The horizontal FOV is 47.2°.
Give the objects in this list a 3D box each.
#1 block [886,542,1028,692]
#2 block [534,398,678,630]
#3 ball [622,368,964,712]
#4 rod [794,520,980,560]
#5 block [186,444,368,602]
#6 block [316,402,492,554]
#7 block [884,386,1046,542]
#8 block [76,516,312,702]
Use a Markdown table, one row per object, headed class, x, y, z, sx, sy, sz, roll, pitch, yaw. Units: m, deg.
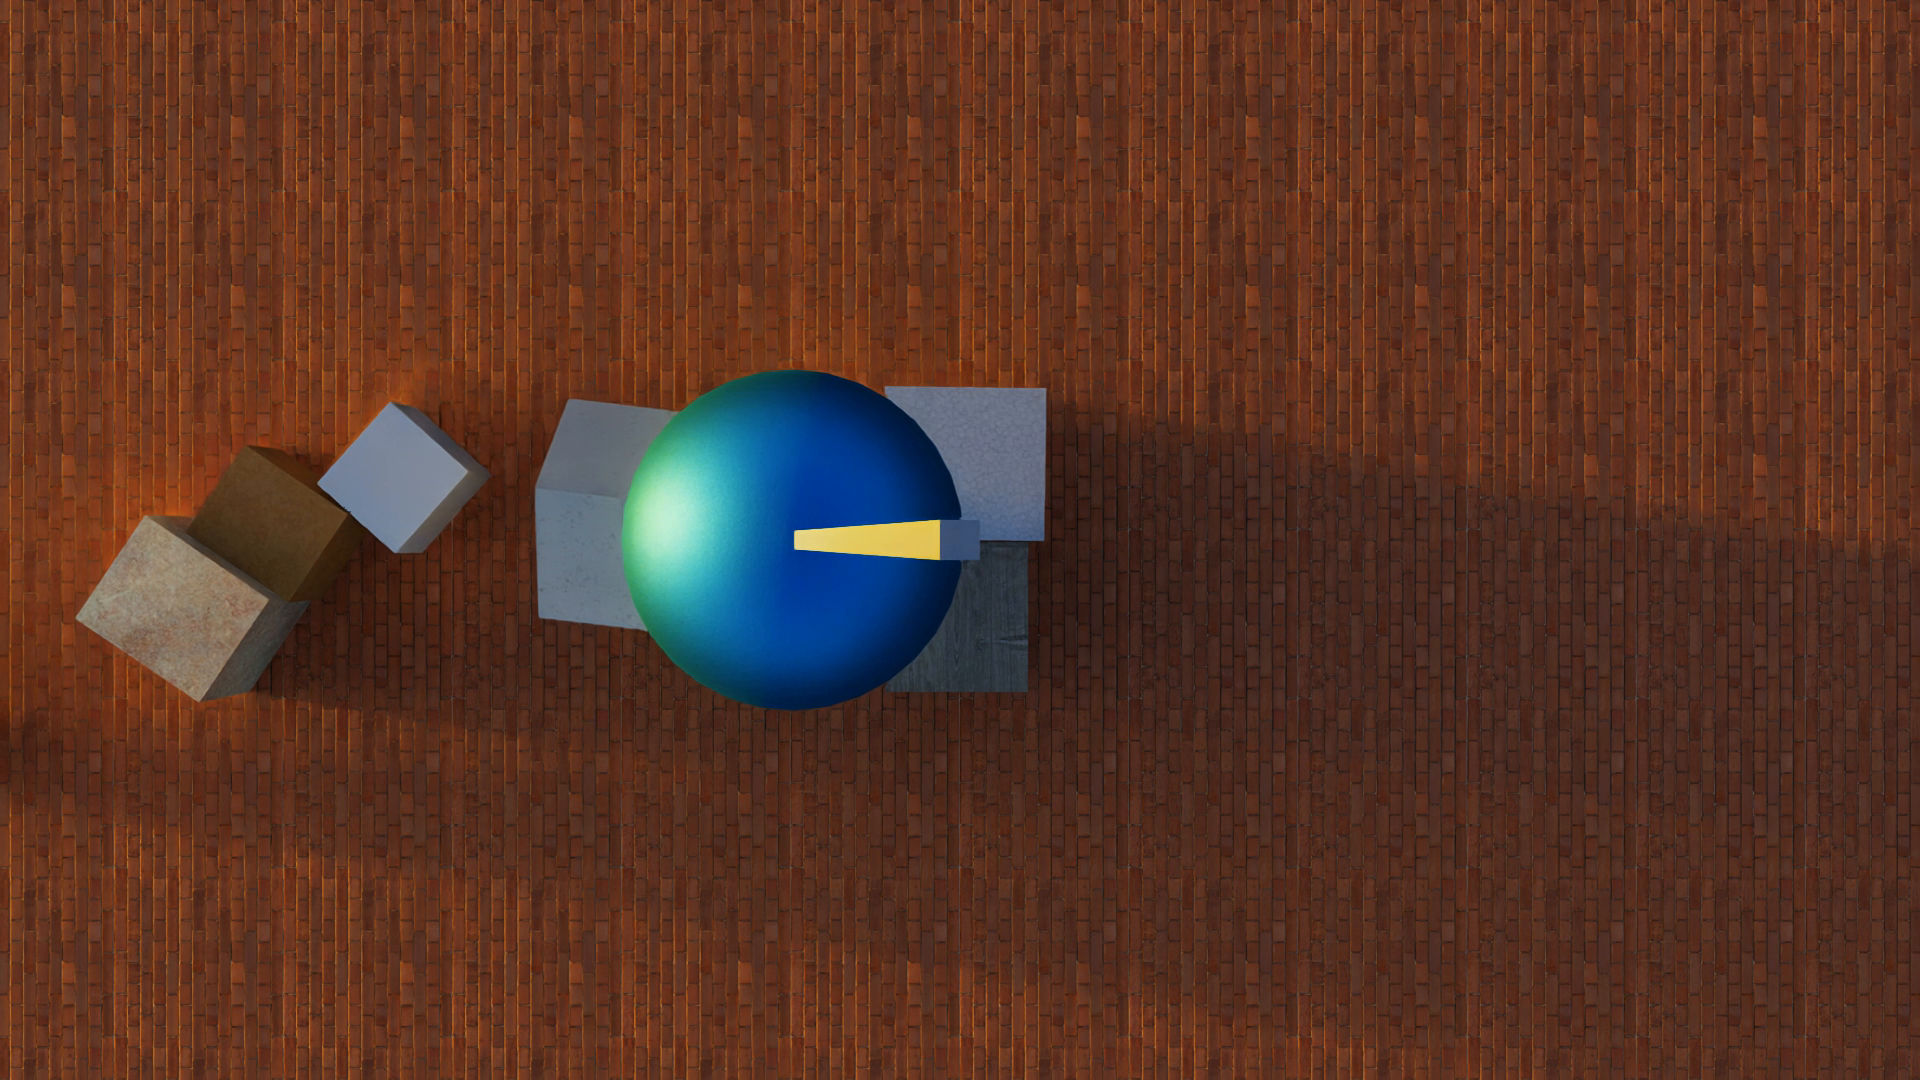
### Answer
| class | x | y | z | sx | sy | sz | roll | pitch | yaw |
| --- | --- | --- | --- | --- | --- | --- | --- | --- | --- |
| block | -0.017 | 0.428 | 12.619 | 0.793 | 0.761 | 0.836 | 0 | 90 | 0 |
| block | -1.796 | -0.124 | 12.382 | 0.989 | 0.858 | 0.911 | 7 | 128 | 0 |
| ball | -0.779 | 0.000 | 10.311 | 1.600 | 1.600 | 1.600 | 0 | 90 | 0 |
| rod | -0.338 | 0.000 | 6.939 | 0.080 | 5.200 | 0.080 | 0 | 90 | -7 |
| block | -3.898 | -0.093 | 12.680 | 0.701 | 0.639 | 0.598 | 34 | 90 | 0 |
| block | -3.194 | -0.351 | 12.689 | 0.593 | 0.623 | 0.622 | 42 | 90 | 0 |
| block | 0.026 | -0.422 | 12.580 | 0.893 | 0.840 | 0.845 | 1 | 90 | 0 |
| block | -4.349 | 0.380 | 12.568 | 0.829 | 0.863 | 0.689 | 34 | 90 | 0 |
